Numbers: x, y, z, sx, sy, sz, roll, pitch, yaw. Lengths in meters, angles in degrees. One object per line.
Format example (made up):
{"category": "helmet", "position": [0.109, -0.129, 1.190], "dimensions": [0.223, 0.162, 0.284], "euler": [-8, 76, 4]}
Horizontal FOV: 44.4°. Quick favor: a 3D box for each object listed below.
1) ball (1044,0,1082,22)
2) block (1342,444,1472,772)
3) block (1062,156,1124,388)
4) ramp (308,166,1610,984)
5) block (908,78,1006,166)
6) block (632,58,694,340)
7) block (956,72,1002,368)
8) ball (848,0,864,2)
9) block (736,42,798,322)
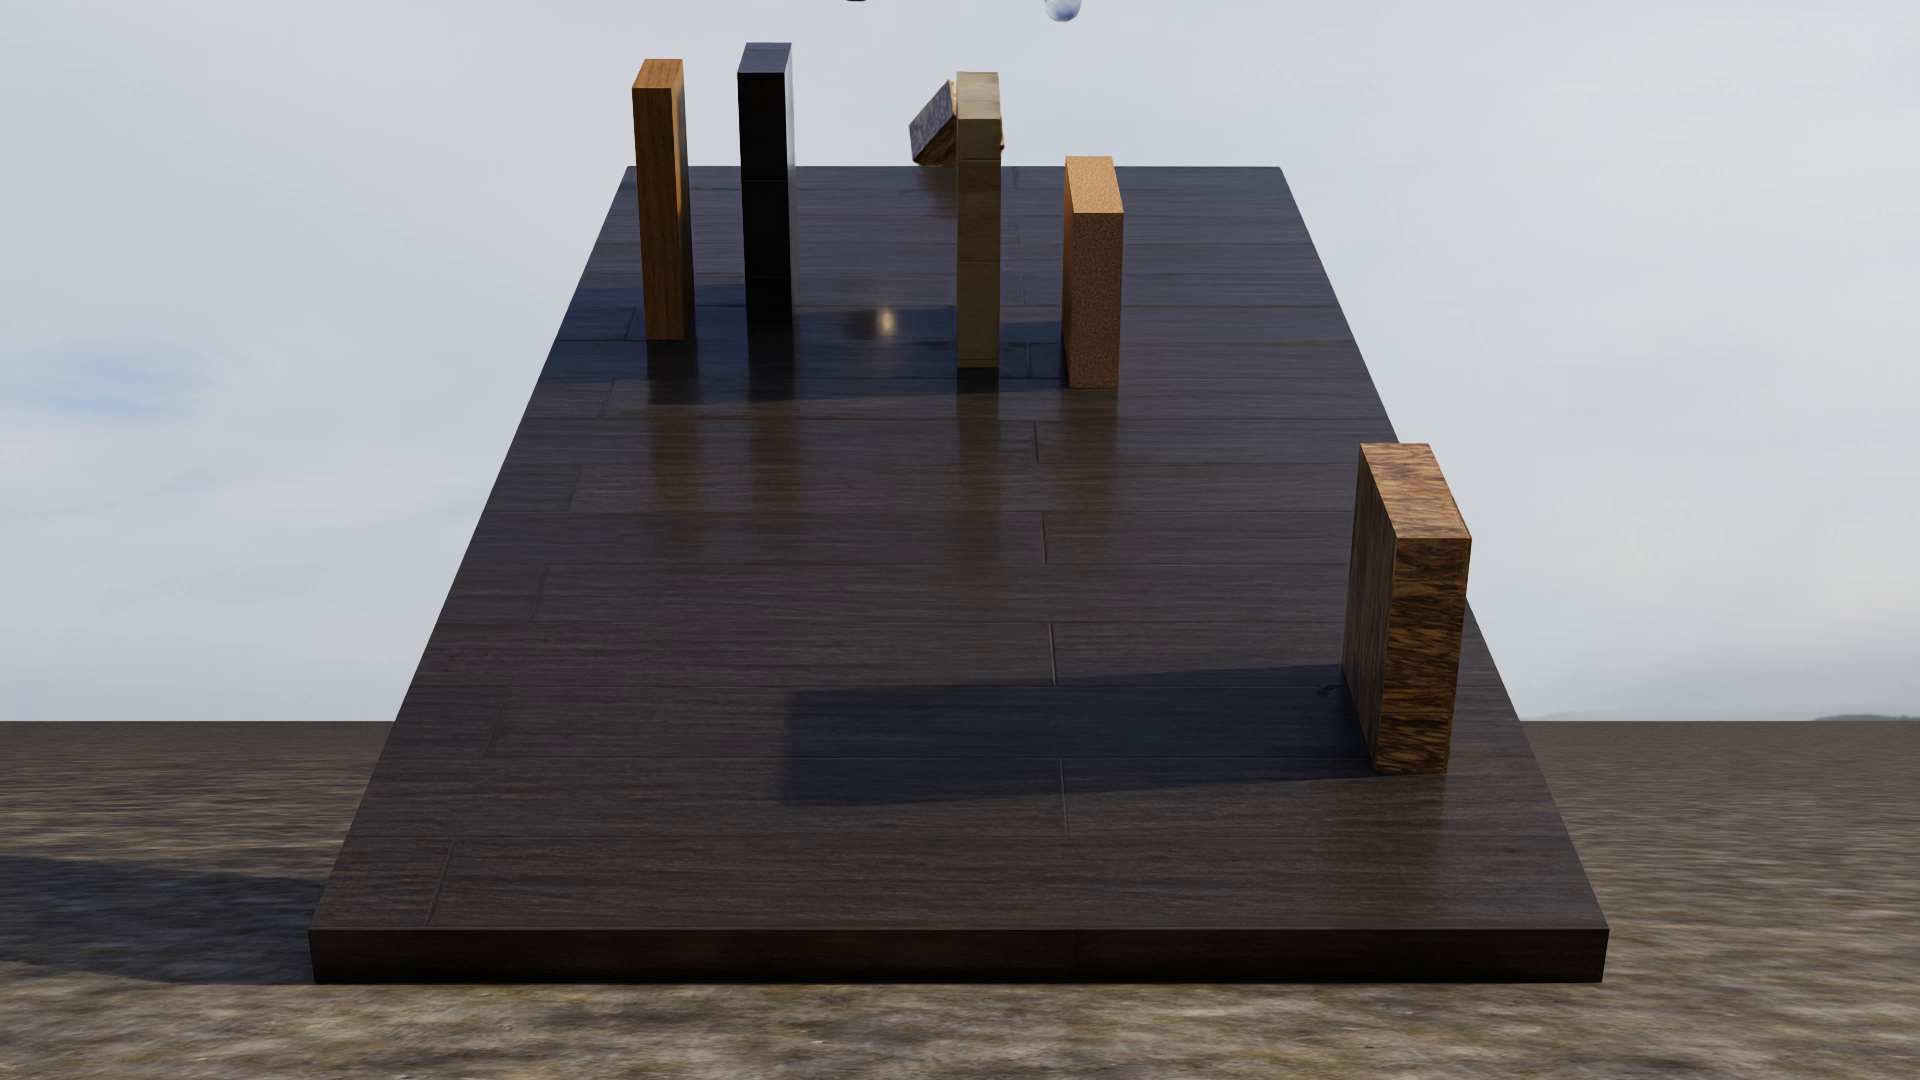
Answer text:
{"category": "ball", "position": [0.299, -1.569, 6.871], "dimensions": [0.113, 0.113, 0.113], "euler": [0, -4, 0]}
{"category": "block", "position": [0.773, 0.113, 4.108], "dimensions": [0.122, 0.446, 0.388], "euler": [0, 26, 0]}
{"category": "block", "position": [0.318, -0.655, 5.706], "dimensions": [0.114, 0.434, 0.449], "euler": [0, 26, 0]}
{"category": "ramp", "position": [-0.010, -0.229, 5.436], "dimensions": [2.000, 0.100, 4.000], "euler": [0, 26, 0]}
{"category": "block", "position": [-0.011, -1.265, 7.375], "dimensions": [0.206, 0.206, 0.206], "euler": [28, -57, -27]}
{"category": "block", "position": [-0.736, -0.848, 5.864], "dimensions": [0.094, 0.638, 0.277], "euler": [0, 26, 0]}
{"category": "block", "position": [0.044, -0.788, 5.769], "dimensions": [0.101, 0.617, 0.420], "euler": [0, 26, 0]}
{"category": "ball", "position": [-0.317, -1.739, 7.174], "dimensions": [0.195, 0.195, 0.195], "euler": [0, -4, 0]}
{"category": "block", "position": [-0.484, -0.907, 5.979], "dimensions": [0.115, 0.645, 0.297], "euler": [0, 26, 0]}
